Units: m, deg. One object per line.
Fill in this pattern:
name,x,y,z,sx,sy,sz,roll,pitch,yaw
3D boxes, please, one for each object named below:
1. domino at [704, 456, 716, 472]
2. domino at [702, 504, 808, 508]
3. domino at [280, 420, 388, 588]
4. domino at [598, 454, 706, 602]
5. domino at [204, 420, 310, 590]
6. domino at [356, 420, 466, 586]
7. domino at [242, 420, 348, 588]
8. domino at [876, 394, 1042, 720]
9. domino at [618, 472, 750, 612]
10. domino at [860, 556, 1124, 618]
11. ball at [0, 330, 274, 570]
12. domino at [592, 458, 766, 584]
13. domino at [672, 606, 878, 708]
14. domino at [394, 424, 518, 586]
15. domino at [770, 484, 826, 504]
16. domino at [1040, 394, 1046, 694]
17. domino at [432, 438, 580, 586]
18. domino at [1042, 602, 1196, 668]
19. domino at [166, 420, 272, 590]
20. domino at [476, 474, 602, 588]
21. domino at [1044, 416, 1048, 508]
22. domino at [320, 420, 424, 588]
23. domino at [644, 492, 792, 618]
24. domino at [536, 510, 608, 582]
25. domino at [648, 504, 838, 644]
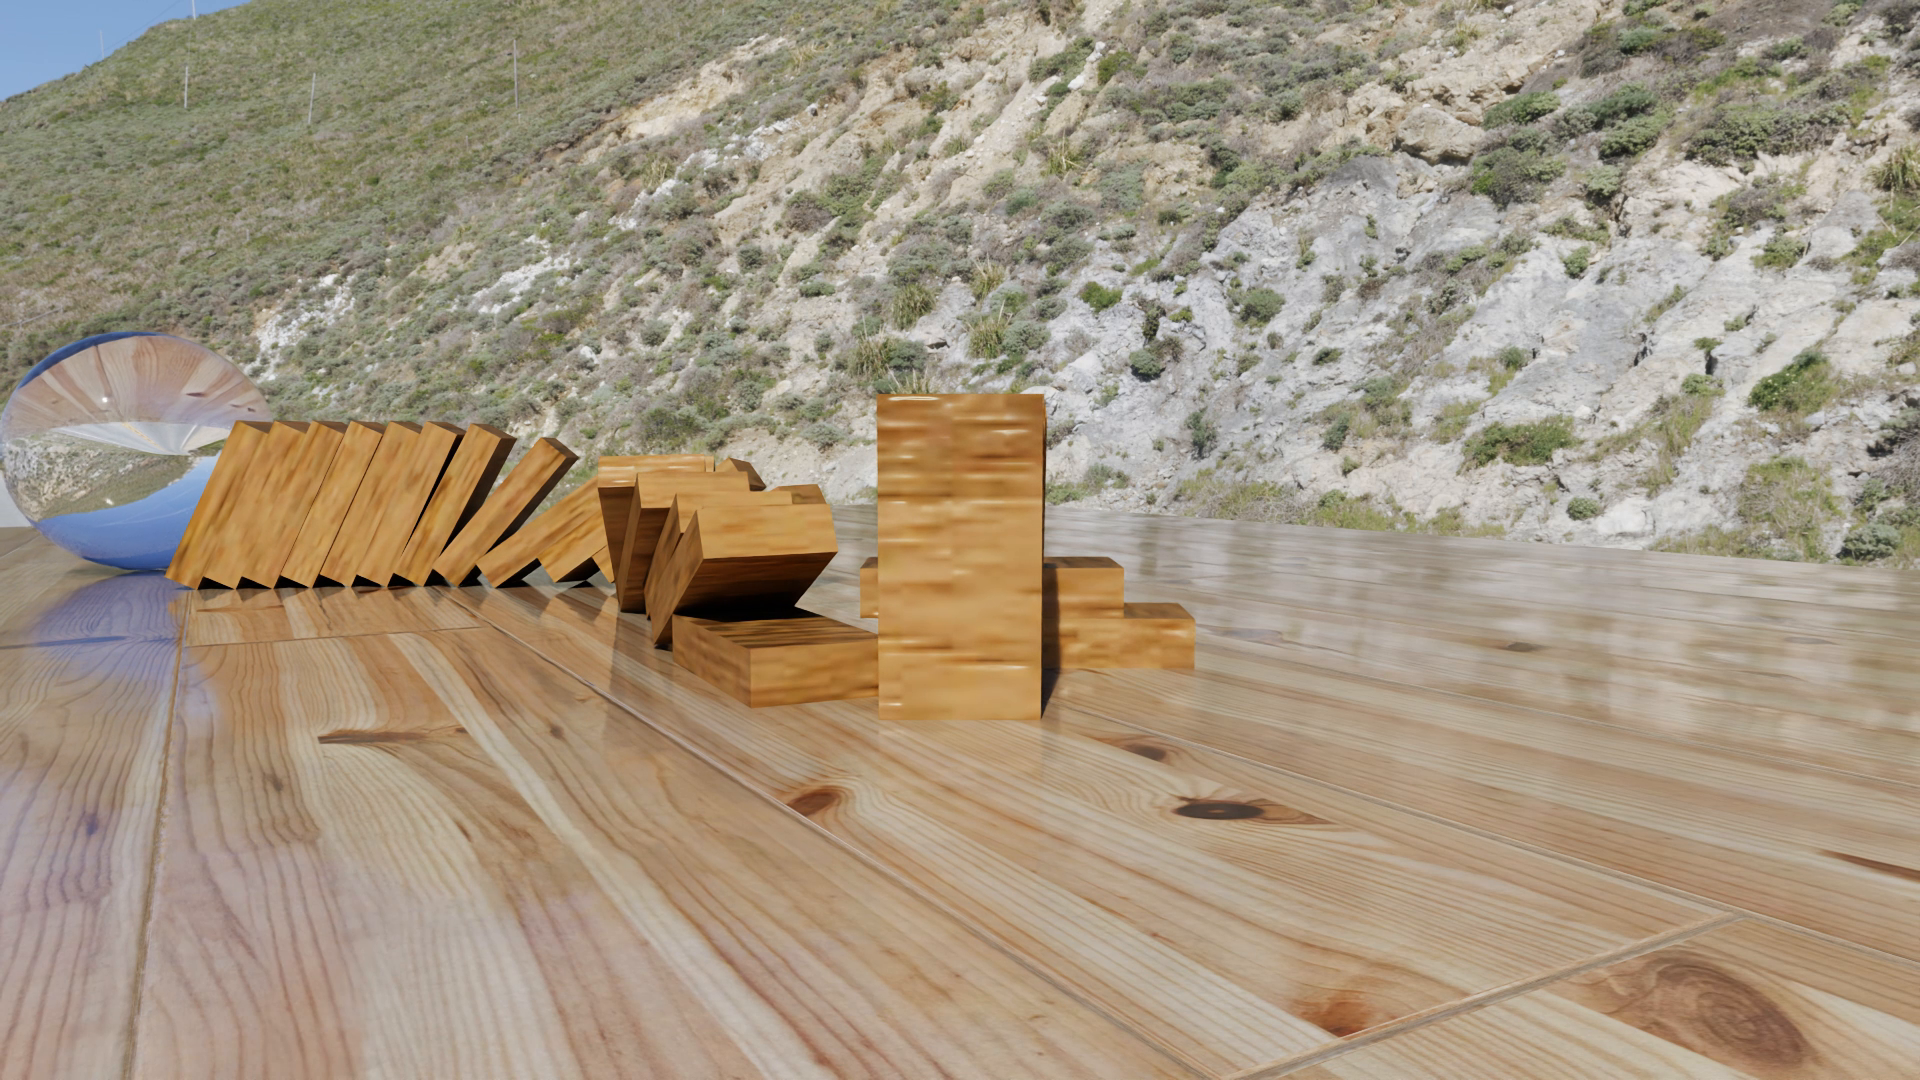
domino,-0.077,-0.003,0.345,0.025,0.009,0.050,-1,-36,-7
domino,-0.047,0.007,0.279,0.025,0.009,0.050,-2,-21,-22
domino,-0.187,-0.011,0.390,0.010,0.050,0.025,25,0,-9
domino,-0.077,-0.002,0.328,0.025,0.009,0.050,-2,-36,-10
domino,-0.208,-0.011,0.387,0.010,0.050,0.025,25,1,-9
domino,-0.166,-0.012,0.393,0.010,0.050,0.025,25,0,-9
domino,-0.197,-0.011,0.388,0.010,0.050,0.025,25,0,-9
domino,0.000,0.002,0.200,0.025,0.050,0.010,0,6,1
domino,-0.068,0.001,0.312,0.025,0.009,0.050,-2,-30,-22
domino,0.006,0.009,0.256,0.050,0.010,0.025,0,4,0
ball,-0.273,-0.030,0.430,0.080,0.080,0.080,0,4,0
domino,-0.084,-0.006,0.386,0.050,0.010,0.025,-35,-3,4
domino,-0.034,0.020,0.234,0.025,0.009,0.050,-2,5,-27
domino,-0.154,-0.011,0.394,0.009,0.050,0.025,28,0,-9
domino,-0.066,-0.001,0.377,0.050,0.009,0.025,-26,-5,19
domino,0.001,0.001,0.216,0.025,0.050,0.010,0,19,2
domino,-0.139,-0.009,0.393,0.010,0.050,0.025,40,-2,-9
domino,0.020,0.019,0.256,0.050,0.010,0.025,0,4,2
domino,-0.218,-0.011,0.385,0.009,0.050,0.025,25,0,-9
domino,-0.120,-0.005,0.389,0.050,0.009,0.025,-35,4,2
domino,0.002,0.000,0.229,0.025,0.050,0.009,0,25,1
domino,-0.177,-0.012,0.393,0.010,0.050,0.025,25,0,-9
domino,-0.057,0.004,0.297,0.025,0.010,0.050,-1,-24,-23
domino,-0.100,-0.006,0.386,0.050,0.009,0.025,-35,-3,4
domino,-0.044,0.008,0.253,0.025,0.010,0.050,-3,-21,-25
